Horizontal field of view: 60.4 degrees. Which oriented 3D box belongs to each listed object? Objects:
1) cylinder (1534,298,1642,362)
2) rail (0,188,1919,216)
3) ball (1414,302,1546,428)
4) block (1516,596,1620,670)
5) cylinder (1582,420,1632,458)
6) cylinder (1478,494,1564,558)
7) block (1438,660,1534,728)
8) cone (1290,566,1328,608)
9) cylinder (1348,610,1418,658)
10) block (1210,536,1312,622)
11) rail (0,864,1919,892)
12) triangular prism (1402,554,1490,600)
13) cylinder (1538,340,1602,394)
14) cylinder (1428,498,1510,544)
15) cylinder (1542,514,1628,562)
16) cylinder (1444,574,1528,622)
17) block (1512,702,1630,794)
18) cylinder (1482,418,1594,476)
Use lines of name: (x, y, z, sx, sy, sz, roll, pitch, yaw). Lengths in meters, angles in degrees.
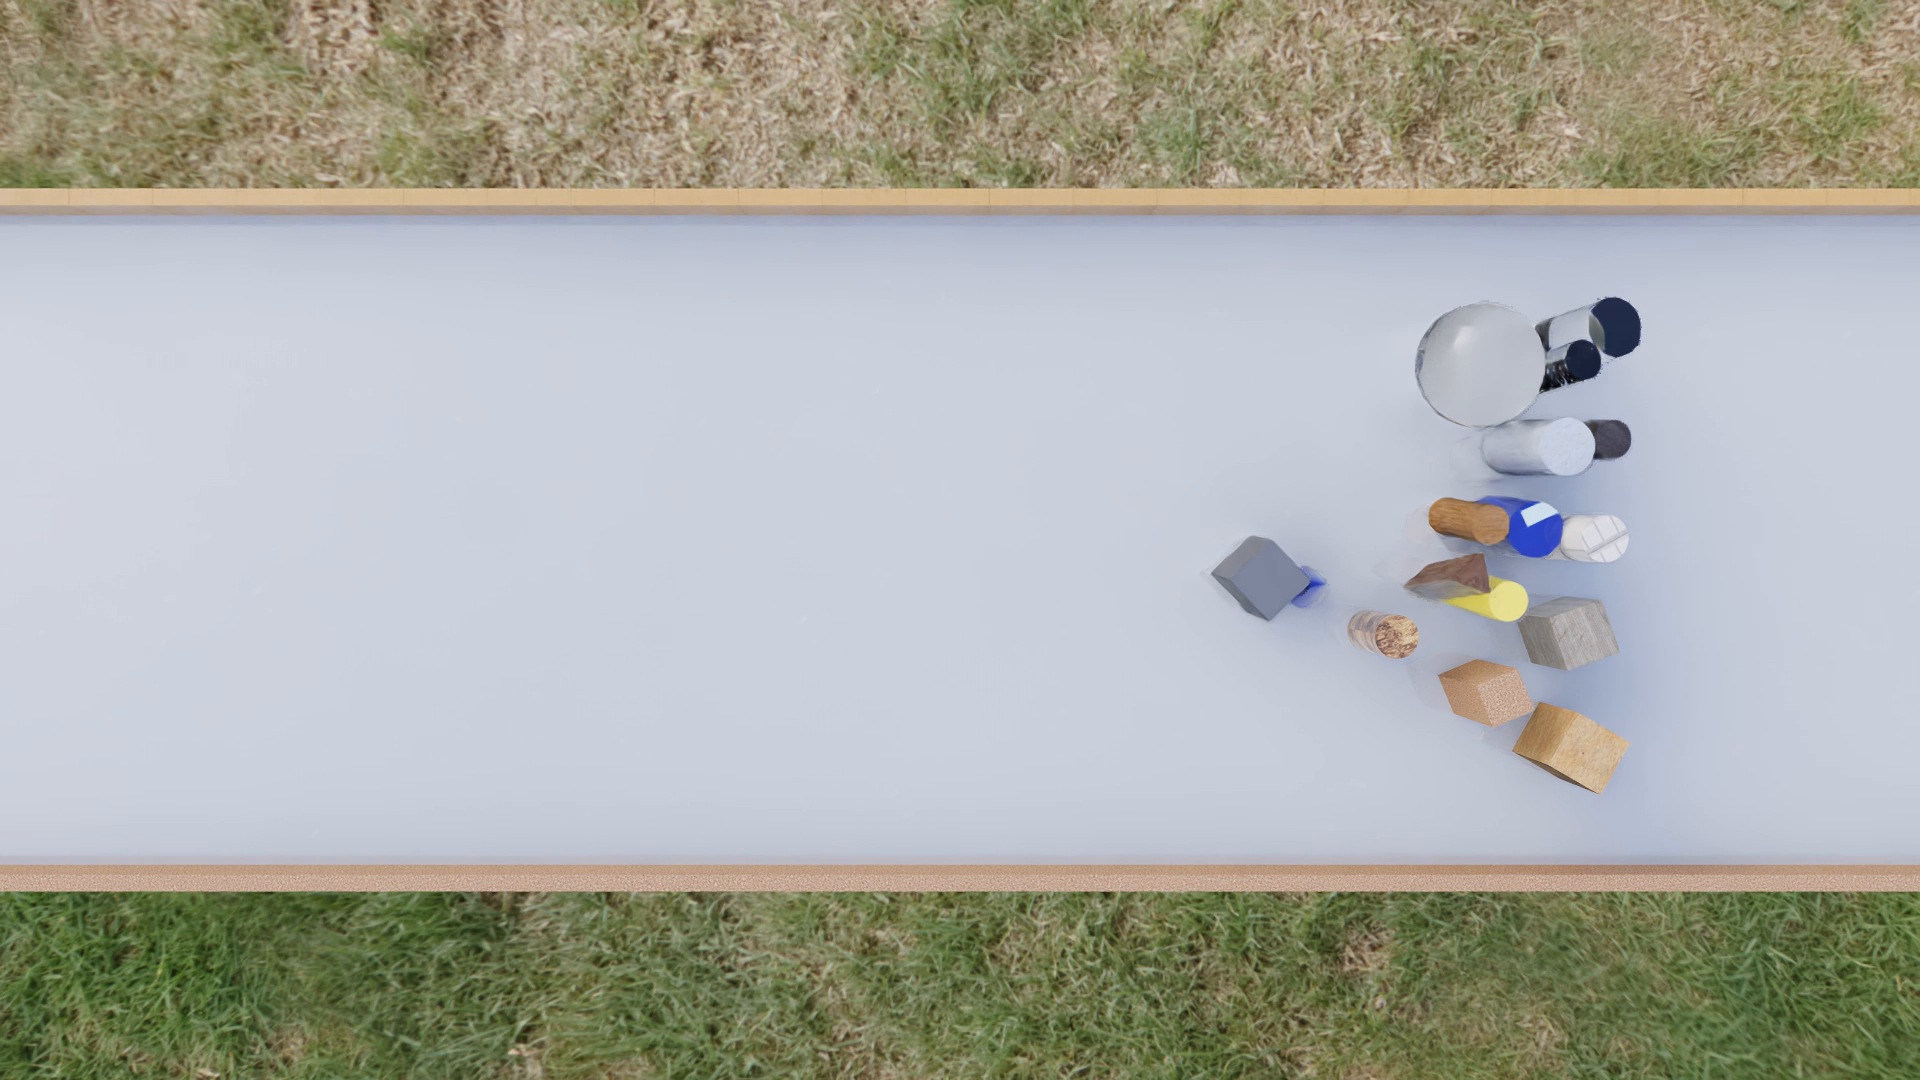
cylinder: (1.854, -0.603, 4.906, 0.174, 0.308, 0.174, 1, 86, -13)
rail: (-2.247, -1.025, 5.002, 12.000, 0.150, 0.050, 0, 90, 0)
ball: (1.519, -0.511, 4.826, 0.367, 0.367, 0.367, 0, 90, 0)
block: (1.808, 0.276, 4.924, 0.161, 0.305, 0.161, -19, 90, 0)
cylinder: (1.836, -0.296, 4.873, 0.111, 0.398, 0.111, 0, 93, -4)
cylinder: (1.649, -0.044, 4.903, 0.162, 0.327, 0.162, 0, 95, -2)
block: (1.555, 0.450, 4.889, 0.129, 0.375, 0.129, -23, 90, 0)
cone: (1.045, 0.134, 4.852, 0.132, 0.438, 0.132, 0, 87, 4)
cylinder: (1.255, 0.278, 4.906, 0.126, 0.341, 0.126, 0, 90, 0)
block: (0.894, 0.111, 4.922, 0.168, 0.301, 0.168, -43, 93, 0)
rail: (-2.247, 1.025, 5.001, 12.000, 0.150, 0.050, 0, 90, 0)
triangular prism: (1.439, 0.101, 4.848, 0.114, 0.451, 0.098, 21, 85, -1)
cylinder: (1.751, -0.503, 4.894, 0.115, 0.347, 0.115, 1, 85, -12)
cylinder: (1.506, -0.059, 4.896, 0.114, 0.350, 0.114, 0, 95, -4)
cylinder: (1.797, -0.008, 4.844, 0.134, 0.460, 0.134, 0, 91, -2)
cylinder: (1.534, 0.156, 4.865, 0.114, 0.413, 0.114, 0, 95, -4)
block: (1.817, 0.617, 4.918, 0.174, 0.317, 0.174, 30, 90, 0)
cylinder: (1.700, -0.273, 4.864, 0.163, 0.409, 0.163, 0, 93, -4)
